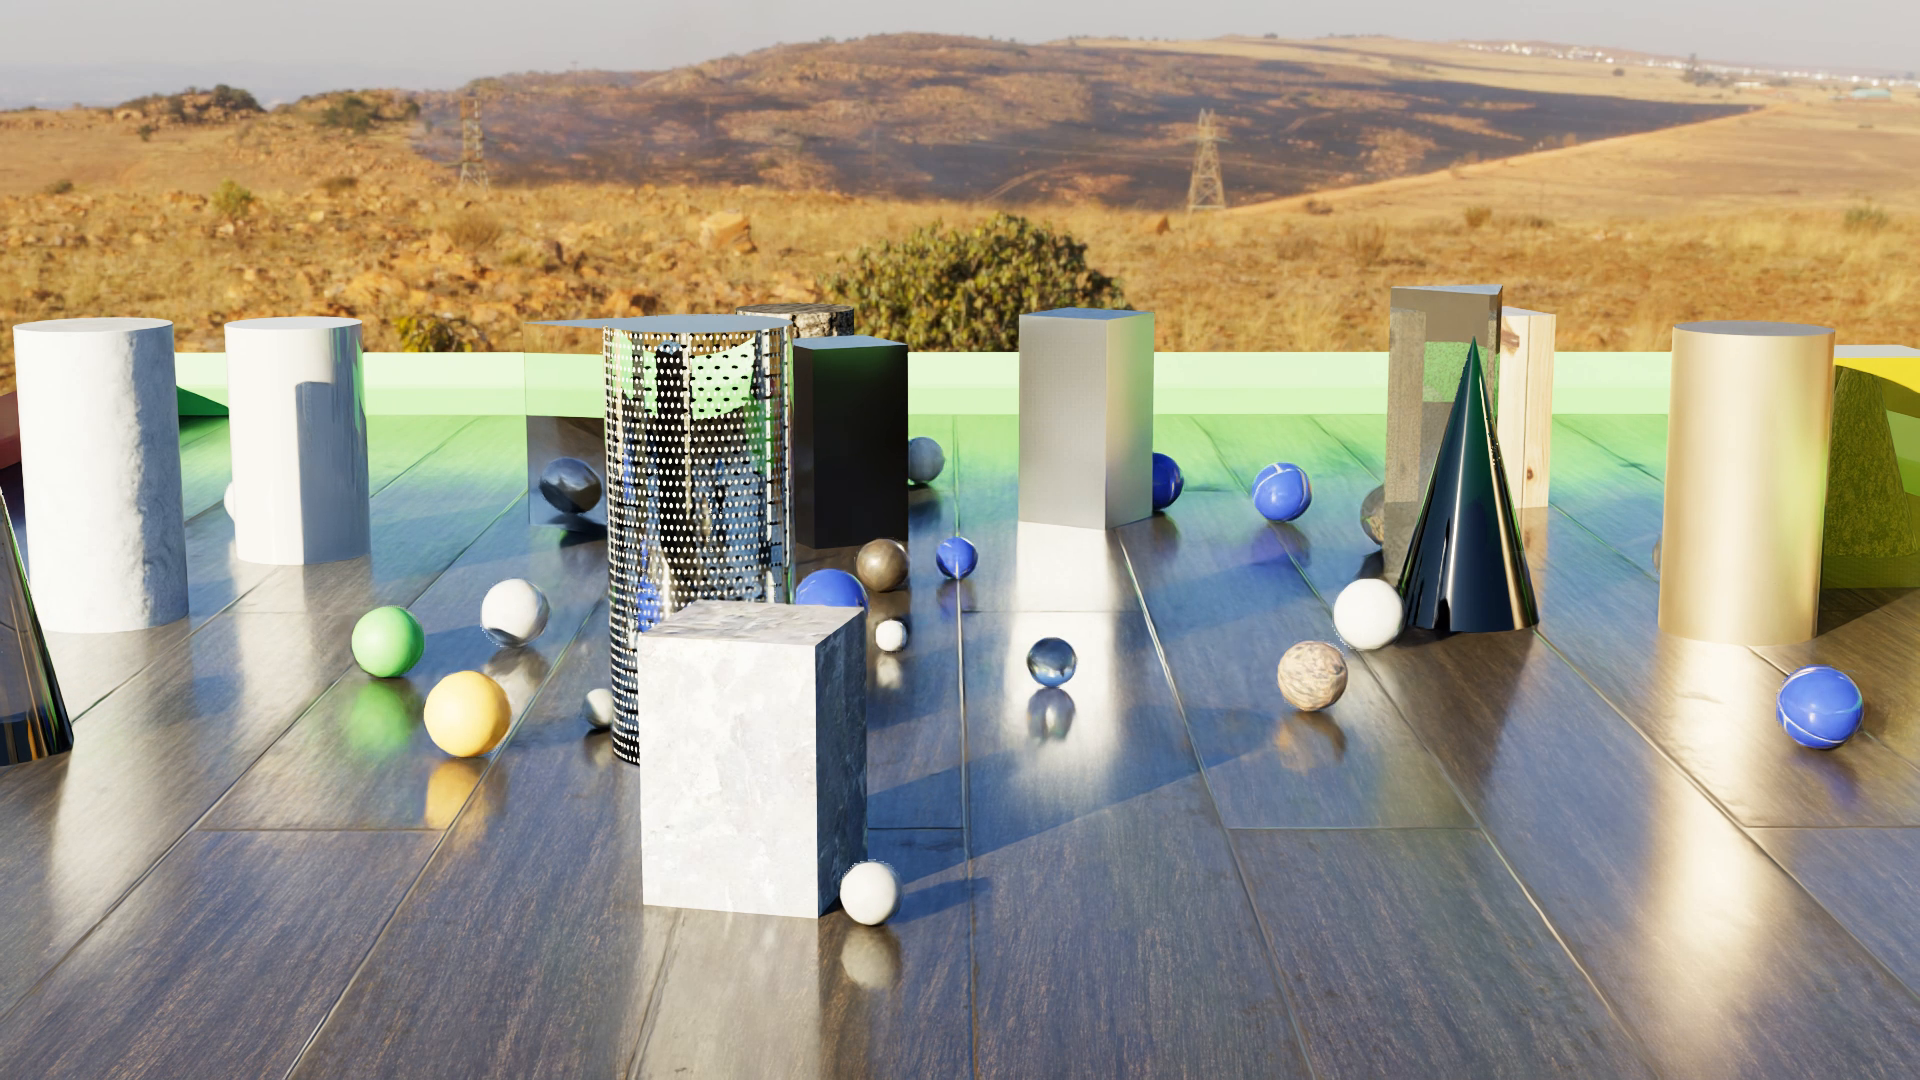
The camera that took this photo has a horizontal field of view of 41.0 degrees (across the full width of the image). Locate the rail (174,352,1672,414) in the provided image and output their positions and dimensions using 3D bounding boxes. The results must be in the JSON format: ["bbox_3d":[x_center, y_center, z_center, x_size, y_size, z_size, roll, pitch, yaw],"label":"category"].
[{"bbox_3d":[-0.011,-0.326,5.395,3.498,0.130,0.045,0,10,0],"label":"rail"}]

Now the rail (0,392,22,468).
[{"bbox_3d":[-1.725,0.035,3.439,0.045,0.130,4.007,0,10,0],"label":"rail"}]

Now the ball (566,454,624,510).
[{"bbox_3d":[-0.604,-0.096,4.253,0.094,0.094,0.094,0,10,0],"label":"ball"}]

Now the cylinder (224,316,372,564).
[{"bbox_3d":[-0.994,-0.153,3.861,0.200,0.348,0.200,0,10,0],"label":"cylinder"}]

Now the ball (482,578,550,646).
[{"bbox_3d":[-0.564,0.092,3.256,0.086,0.086,0.086,0,10,0],"label":"ball"}]

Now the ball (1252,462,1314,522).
[{"bbox_3d":[0.521,-0.078,4.144,0.098,0.098,0.098,0,10,0],"label":"ball"}]

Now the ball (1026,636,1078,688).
[{"bbox_3d":[0.109,0.144,3.043,0.061,0.061,0.061,0,10,0],"label":"ball"}]

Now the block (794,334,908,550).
[{"bbox_3d":[-0.187,-0.155,3.990,0.160,0.306,0.160,-5,12,-27],"label":"block"}]

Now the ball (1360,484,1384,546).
[{"bbox_3d":[0.661,-0.037,3.920,0.100,0.100,0.100,0,10,0],"label":"ball"}]

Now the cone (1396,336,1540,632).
[{"bbox_3d":[0.676,-0.085,3.406,0.200,0.379,0.200,0,10,0],"label":"cone"}]

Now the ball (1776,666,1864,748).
[{"bbox_3d":[0.928,0.181,2.769,0.089,0.089,0.089,0,10,0],"label":"ball"}]

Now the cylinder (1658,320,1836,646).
[{"bbox_3d":[1.018,-0.077,3.326,0.200,0.395,0.200,0,10,0],"label":"cylinder"}]

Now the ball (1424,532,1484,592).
[{"bbox_3d":[0.691,0.032,3.589,0.084,0.084,0.084,0,10,0],"label":"ball"}]

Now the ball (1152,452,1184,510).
[{"bbox_3d":[0.321,-0.097,4.250,0.098,0.098,0.098,0,10,0],"label":"ball"}]

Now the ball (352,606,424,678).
[{"bbox_3d":[-0.689,0.123,3.091,0.086,0.086,0.086,0,10,0],"label":"ball"}]

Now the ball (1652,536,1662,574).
[{"bbox_3d":[1.025,0.023,3.640,0.082,0.082,0.082,0,10,0],"label":"ball"}]

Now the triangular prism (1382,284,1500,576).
[{"bbox_3d":[0.728,-0.156,3.693,0.173,0.415,0.150,10,15,44],"label":"triangular prism"}]

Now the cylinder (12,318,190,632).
[{"bbox_3d":[-1.136,-0.090,3.400,0.200,0.392,0.200,0,10,0],"label":"cylinder"}]

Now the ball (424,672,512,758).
[{"bbox_3d":[-0.525,0.186,2.736,0.091,0.091,0.091,0,10,0],"label":"ball"}]

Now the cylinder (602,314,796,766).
[{"bbox_3d":[-0.275,-0.002,2.737,0.200,0.460,0.200,0,10,0],"label":"cylinder"}]

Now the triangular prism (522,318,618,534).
[{"bbox_3d":[-0.580,-0.188,4.114,0.173,0.325,0.150,7,12,33],"label":"triangular prism"}]

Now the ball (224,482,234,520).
[{"bbox_3d":[-1.124,-0.064,4.088,0.091,0.091,0.091,0,10,0],"label":"ball"}]

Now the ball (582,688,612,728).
[{"bbox_3d":[-0.399,0.187,2.858,0.044,0.044,0.044,0,10,0],"label":"ball"}]

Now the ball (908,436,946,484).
[{"bbox_3d":[-0.068,-0.142,4.529,0.084,0.084,0.084,0,10,0],"label":"ball"}]

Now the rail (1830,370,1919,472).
[{"bbox_3d":[1.725,0.032,3.458,0.045,0.130,4.007,0,10,0],"label":"rail"}]

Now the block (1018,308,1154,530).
[{"bbox_3d":[0.205,-0.199,4.151,0.160,0.334,0.160,7,12,31],"label":"block"}]

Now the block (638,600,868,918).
[{"bbox_3d":[-0.182,0.191,2.293,0.160,0.242,0.160,3,11,13],"label":"block"}]

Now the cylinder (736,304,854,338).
[{"bbox_3d":[-0.278,-0.229,4.337,0.200,0.325,0.200,0,10,0],"label":"cylinder"}]

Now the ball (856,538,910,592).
[{"bbox_3d":[-0.108,0.035,3.600,0.074,0.074,0.074,0,10,0],"label":"ball"}]

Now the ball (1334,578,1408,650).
[{"bbox_3d":[0.517,0.094,3.235,0.091,0.091,0.091,0,10,0],"label":"ball"}]

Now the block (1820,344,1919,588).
[{"bbox_3d":[1.291,-0.108,3.676,0.160,0.327,0.160,-1,10,-4],"label":"block"}]

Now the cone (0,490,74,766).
[{"bbox_3d":[-1.066,-0.014,2.739,0.200,0.482,0.200,0,10,0],"label":"cone"}]

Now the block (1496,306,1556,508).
[{"bbox_3d":[0.884,-0.224,4.318,0.160,0.321,0.160,-3,11,-18],"label":"block"}]

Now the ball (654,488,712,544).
[{"bbox_3d":[-0.425,-0.037,3.949,0.089,0.089,0.089,0,10,0],"label":"ball"}]

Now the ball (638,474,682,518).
[{"bbox_3d":[-0.487,-0.071,4.175,0.074,0.074,0.074,0,10,0],"label":"ball"}]

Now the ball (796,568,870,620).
[{"bbox_3d":[-0.165,0.085,3.261,0.098,0.098,0.098,0,10,0],"label":"ball"}]

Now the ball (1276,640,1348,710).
[{"bbox_3d":[0.403,0.155,2.932,0.081,0.081,0.081,0,10,0],"label":"ball"}]

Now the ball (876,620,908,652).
[{"bbox_3d":[-0.086,0.121,3.228,0.041,0.041,0.041,0,10,0],"label":"ball"}]

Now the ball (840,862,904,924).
[{"bbox_3d":[-0.076,0.303,2.203,0.054,0.054,0.054,0,10,0],"label":"ball"}]

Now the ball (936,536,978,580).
[{"bbox_3d":[-0.005,0.026,3.685,0.061,0.061,0.061,0,10,0],"label":"ball"}]
